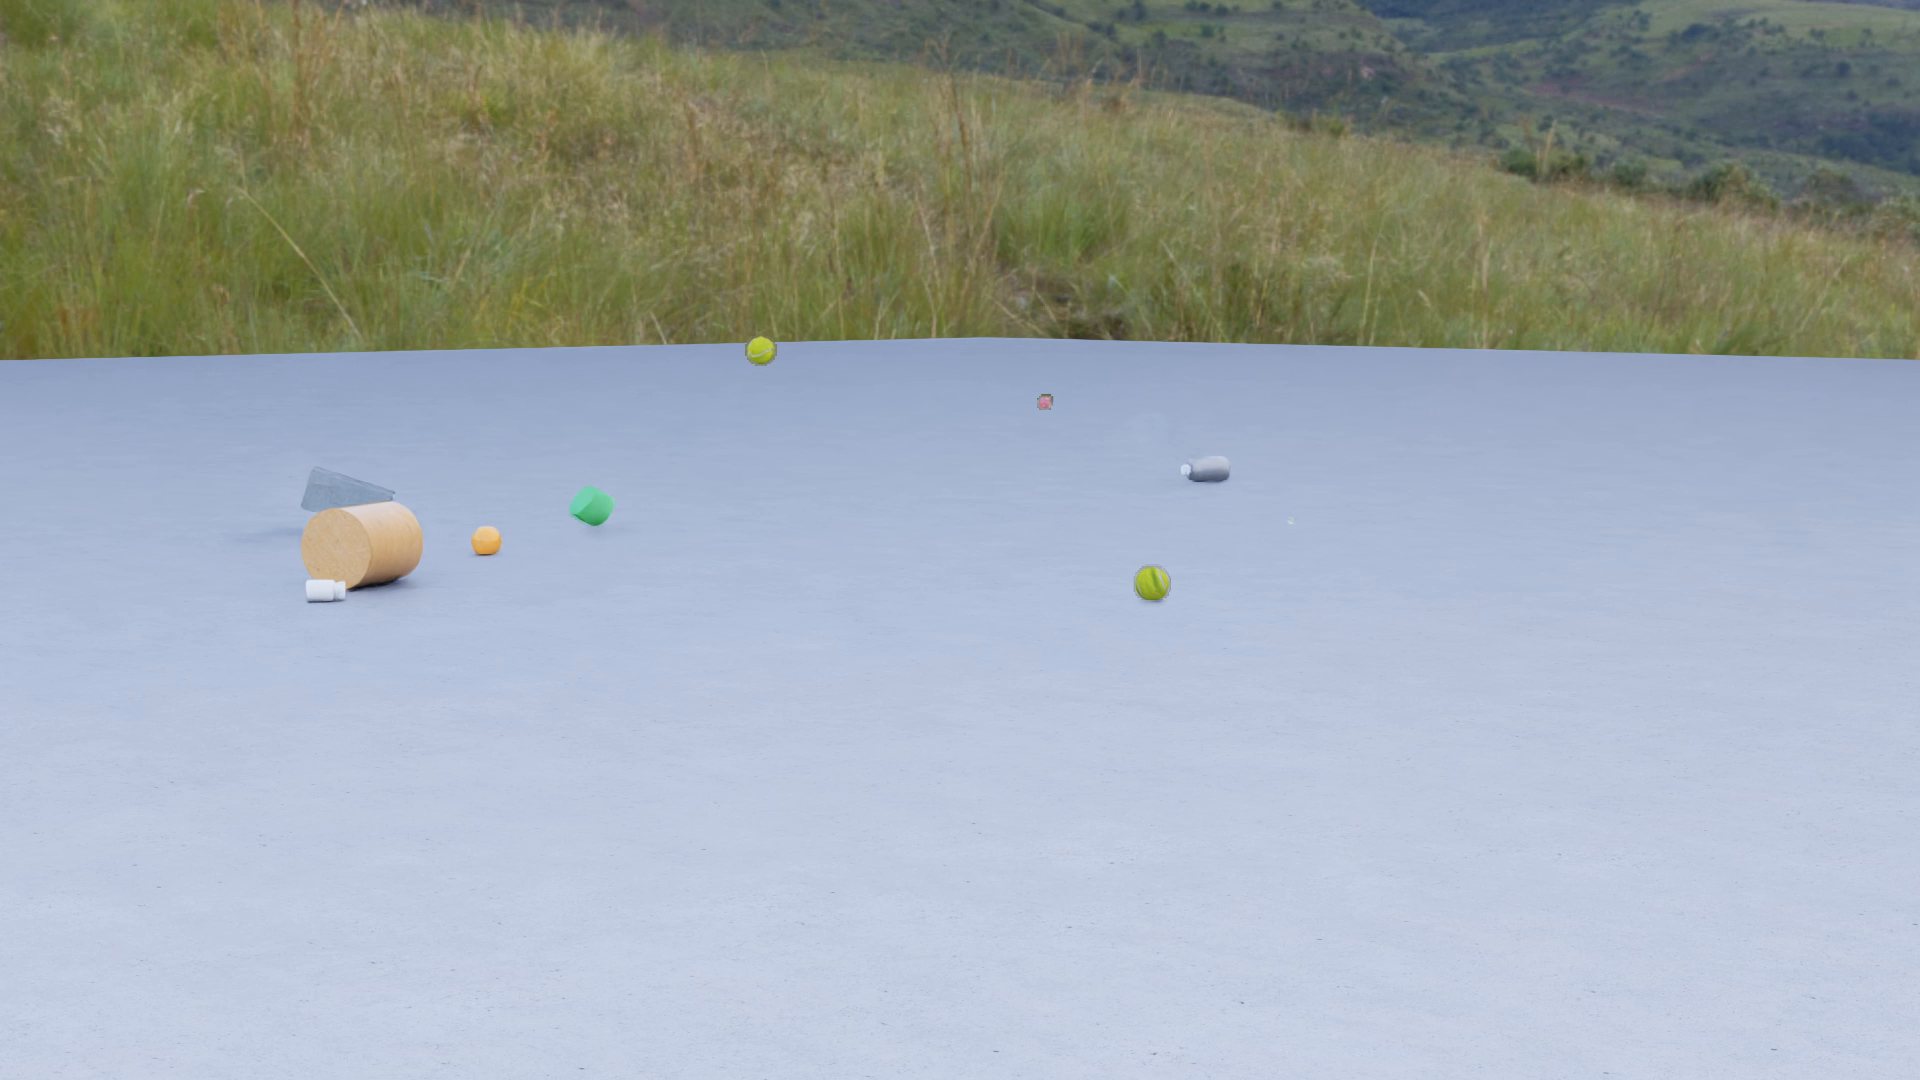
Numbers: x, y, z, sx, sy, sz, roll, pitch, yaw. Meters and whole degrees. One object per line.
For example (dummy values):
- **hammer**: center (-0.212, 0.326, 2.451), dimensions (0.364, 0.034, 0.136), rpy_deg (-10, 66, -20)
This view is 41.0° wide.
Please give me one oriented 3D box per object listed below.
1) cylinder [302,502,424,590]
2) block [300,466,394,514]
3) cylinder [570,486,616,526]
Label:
- **cylinder**: center (-1.271, 0.011, 5.462), dimensions (0.172, 0.173, 0.198), rpy_deg (-37, -8, 21)
- **block**: center (-1.584, -0.105, 6.642), dimensions (0.211, 0.100, 0.155), rpy_deg (18, 2, -12)
- **cylinder**: center (-0.958, -0.088, 6.683), dimensions (0.073, 0.096, 0.070), rpy_deg (34, 22, -40)
